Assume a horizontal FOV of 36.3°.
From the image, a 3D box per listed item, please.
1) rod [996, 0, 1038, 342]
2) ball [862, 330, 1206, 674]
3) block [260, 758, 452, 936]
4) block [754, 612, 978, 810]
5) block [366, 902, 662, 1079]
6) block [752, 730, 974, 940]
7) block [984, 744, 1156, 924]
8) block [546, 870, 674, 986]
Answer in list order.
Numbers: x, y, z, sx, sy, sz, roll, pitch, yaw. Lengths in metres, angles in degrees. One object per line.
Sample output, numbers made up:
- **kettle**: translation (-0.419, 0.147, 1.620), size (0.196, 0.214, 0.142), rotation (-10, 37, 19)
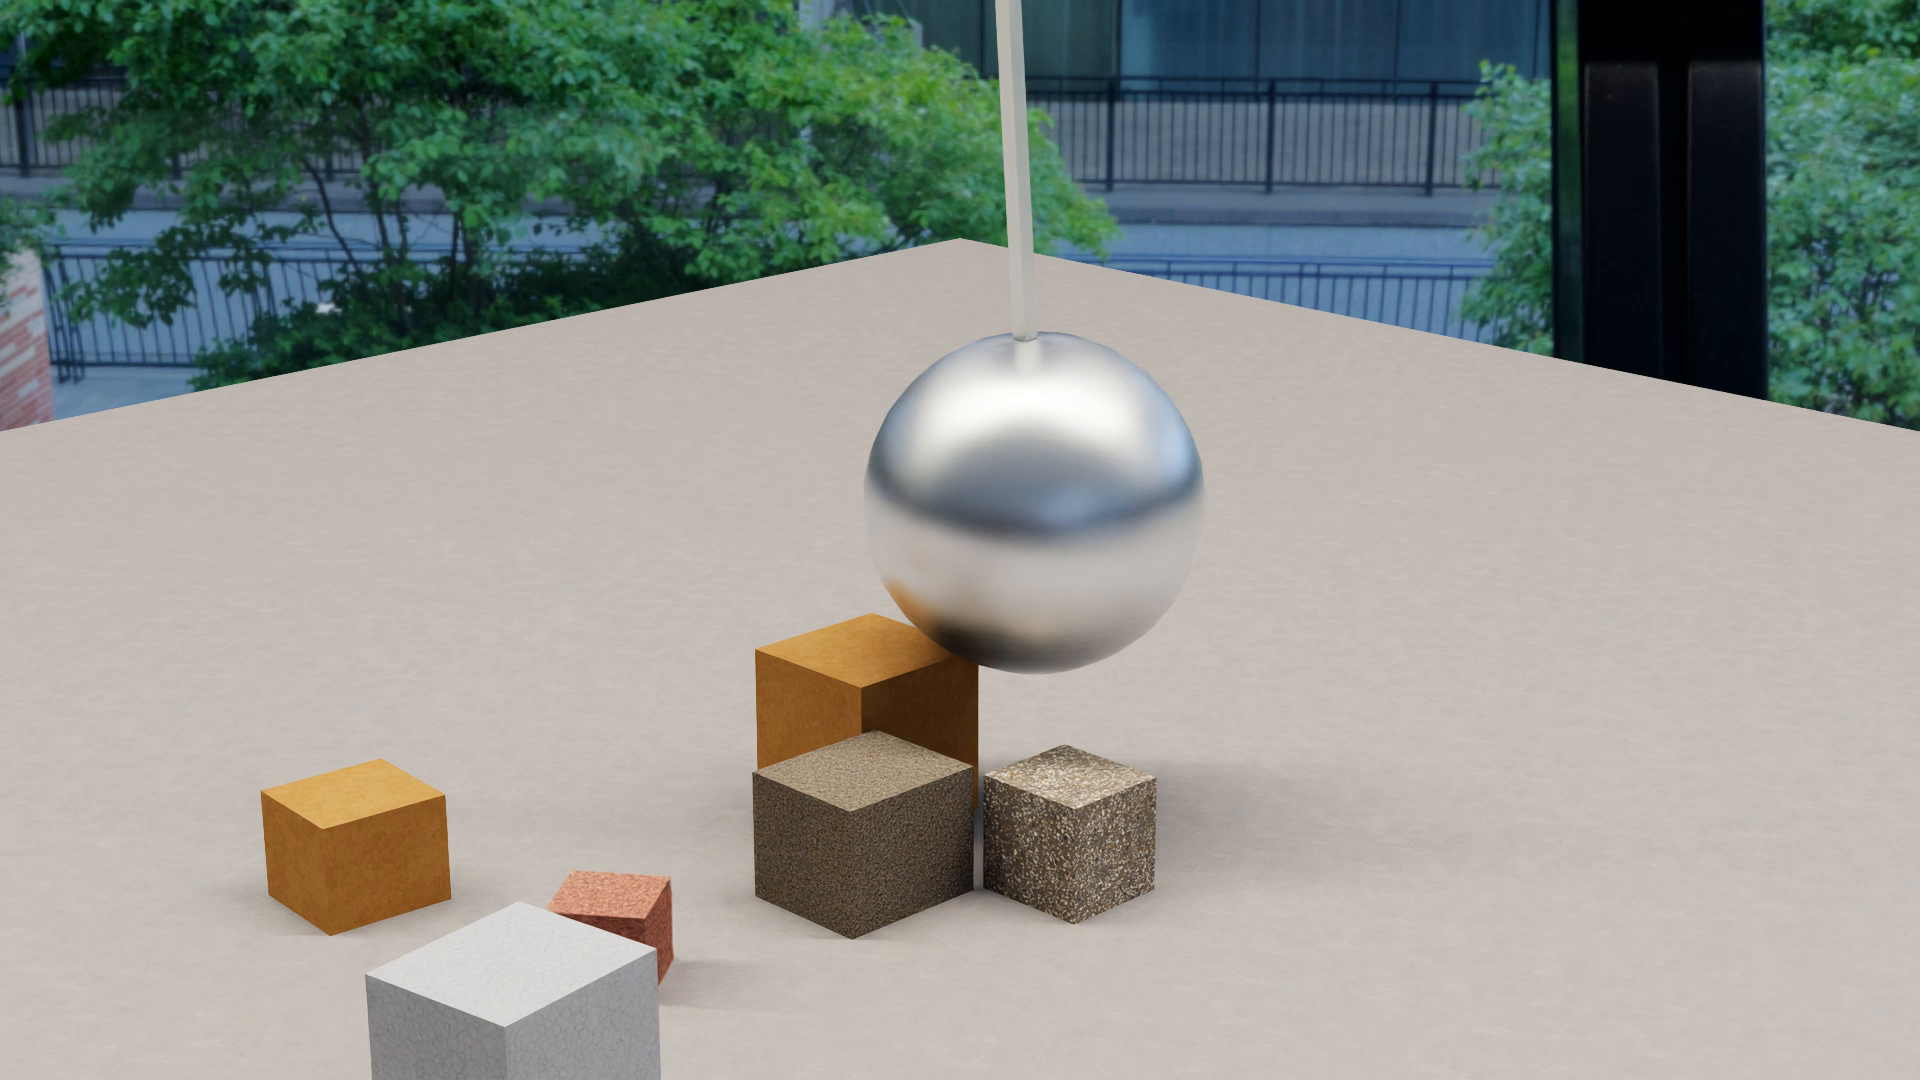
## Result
- **rod**: translation (0.149, -3.348, 12.446), size (0.080, 5.200, 0.080), rotation (17, 29, 42)
- **ball**: translation (0.345, -0.174, 13.648), size (1.600, 1.600, 1.600), rotation (0, 17, 0)
- **block**: translation (-2.707, 1.368, 13.148), size (0.608, 0.506, 0.572), rotation (-14, 22, -38)
- **block**: translation (-0.444, 0.910, 14.081), size (0.764, 0.821, 0.744), rotation (-16, 24, -42)
- **block**: translation (-1.658, 1.920, 10.972), size (0.716, 0.757, 0.796), rotation (13, 21, 35)
- **block**: translation (-0.432, 1.310, 13.173), size (0.748, 0.603, 0.646), rotation (-16, 24, -42)
- **block**: translation (0.493, 1.319, 13.229), size (0.533, 0.550, 0.565), rotation (-17, 24, -42)
- **block**: translation (-1.478, 1.672, 12.373), size (0.432, 0.390, 0.431), rotation (3, 18, 9)
